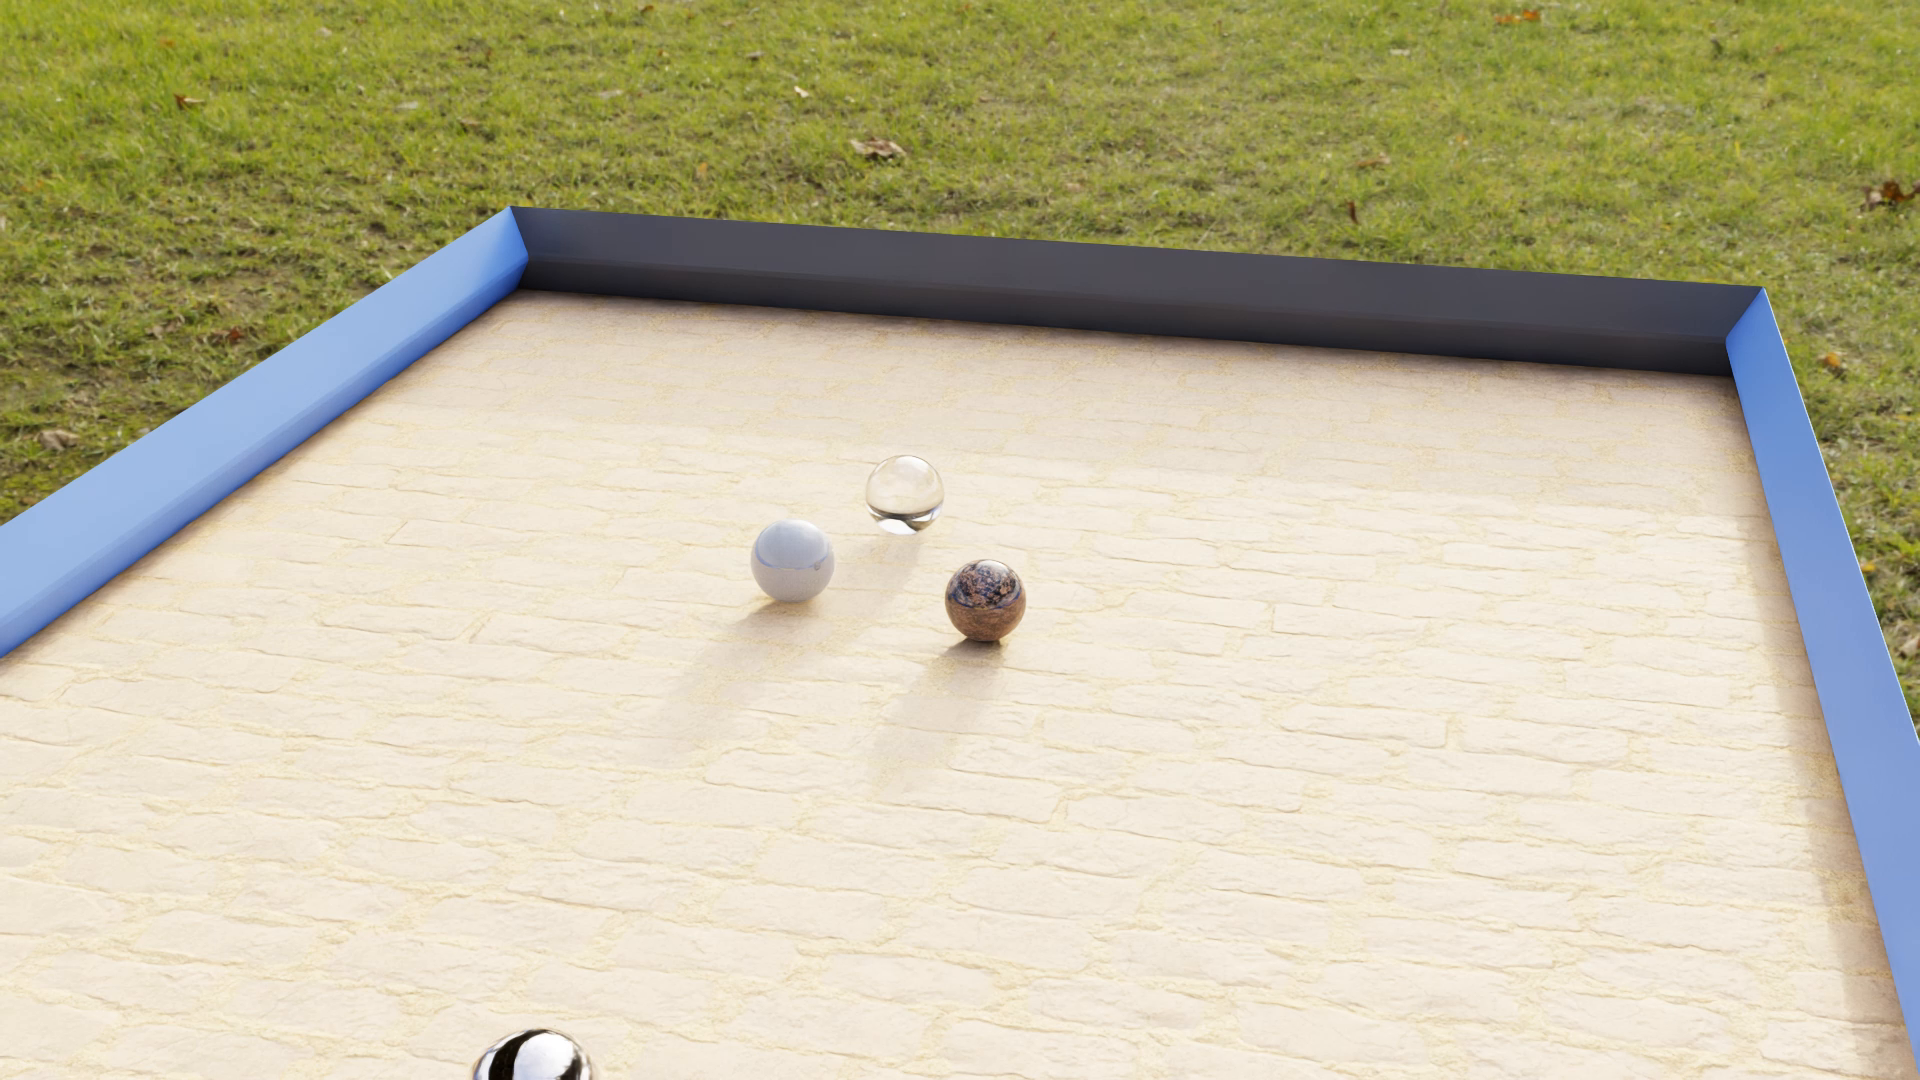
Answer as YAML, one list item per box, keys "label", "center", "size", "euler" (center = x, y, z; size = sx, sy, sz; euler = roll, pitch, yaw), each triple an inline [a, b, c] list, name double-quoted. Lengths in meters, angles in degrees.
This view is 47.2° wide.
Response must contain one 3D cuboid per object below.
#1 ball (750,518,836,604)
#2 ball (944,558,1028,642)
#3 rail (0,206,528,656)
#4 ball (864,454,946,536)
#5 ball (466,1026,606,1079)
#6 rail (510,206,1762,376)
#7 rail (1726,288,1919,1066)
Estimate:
- label: "ball"
  center: [-0.177, 0.022, 2.335]
  size: [0.091, 0.091, 0.091]
  euler: [0, 24, 0]
- label: "ball"
  center: [0.026, 0.061, 2.252]
  size: [0.085, 0.085, 0.085]
  euler: [0, 24, 0]
- label: "rail"
  center: [-1.056, 0.245, 1.780]
  size: [0.045, 0.128, 3.505]
  euler: [5, 24, 12]
- label: "ball"
  center: [-0.063, -0.051, 2.499]
  size: [0.092, 0.092, 0.092]
  euler: [0, 24, 0]
- label: "ball"
  center: [-0.291, 0.383, 1.506]
  size: [0.098, 0.098, 0.098]
  euler: [0, 24, 0]
- label: "rail"
  center: [0.193, -0.354, 3.138]
  size: [1.807, 0.128, 0.045]
  euler: [5, 24, 12]
- label: "rail"
  center: [0.658, 0.407, 1.415]
  size: [0.045, 0.128, 3.505]
  euler: [5, 24, 12]
